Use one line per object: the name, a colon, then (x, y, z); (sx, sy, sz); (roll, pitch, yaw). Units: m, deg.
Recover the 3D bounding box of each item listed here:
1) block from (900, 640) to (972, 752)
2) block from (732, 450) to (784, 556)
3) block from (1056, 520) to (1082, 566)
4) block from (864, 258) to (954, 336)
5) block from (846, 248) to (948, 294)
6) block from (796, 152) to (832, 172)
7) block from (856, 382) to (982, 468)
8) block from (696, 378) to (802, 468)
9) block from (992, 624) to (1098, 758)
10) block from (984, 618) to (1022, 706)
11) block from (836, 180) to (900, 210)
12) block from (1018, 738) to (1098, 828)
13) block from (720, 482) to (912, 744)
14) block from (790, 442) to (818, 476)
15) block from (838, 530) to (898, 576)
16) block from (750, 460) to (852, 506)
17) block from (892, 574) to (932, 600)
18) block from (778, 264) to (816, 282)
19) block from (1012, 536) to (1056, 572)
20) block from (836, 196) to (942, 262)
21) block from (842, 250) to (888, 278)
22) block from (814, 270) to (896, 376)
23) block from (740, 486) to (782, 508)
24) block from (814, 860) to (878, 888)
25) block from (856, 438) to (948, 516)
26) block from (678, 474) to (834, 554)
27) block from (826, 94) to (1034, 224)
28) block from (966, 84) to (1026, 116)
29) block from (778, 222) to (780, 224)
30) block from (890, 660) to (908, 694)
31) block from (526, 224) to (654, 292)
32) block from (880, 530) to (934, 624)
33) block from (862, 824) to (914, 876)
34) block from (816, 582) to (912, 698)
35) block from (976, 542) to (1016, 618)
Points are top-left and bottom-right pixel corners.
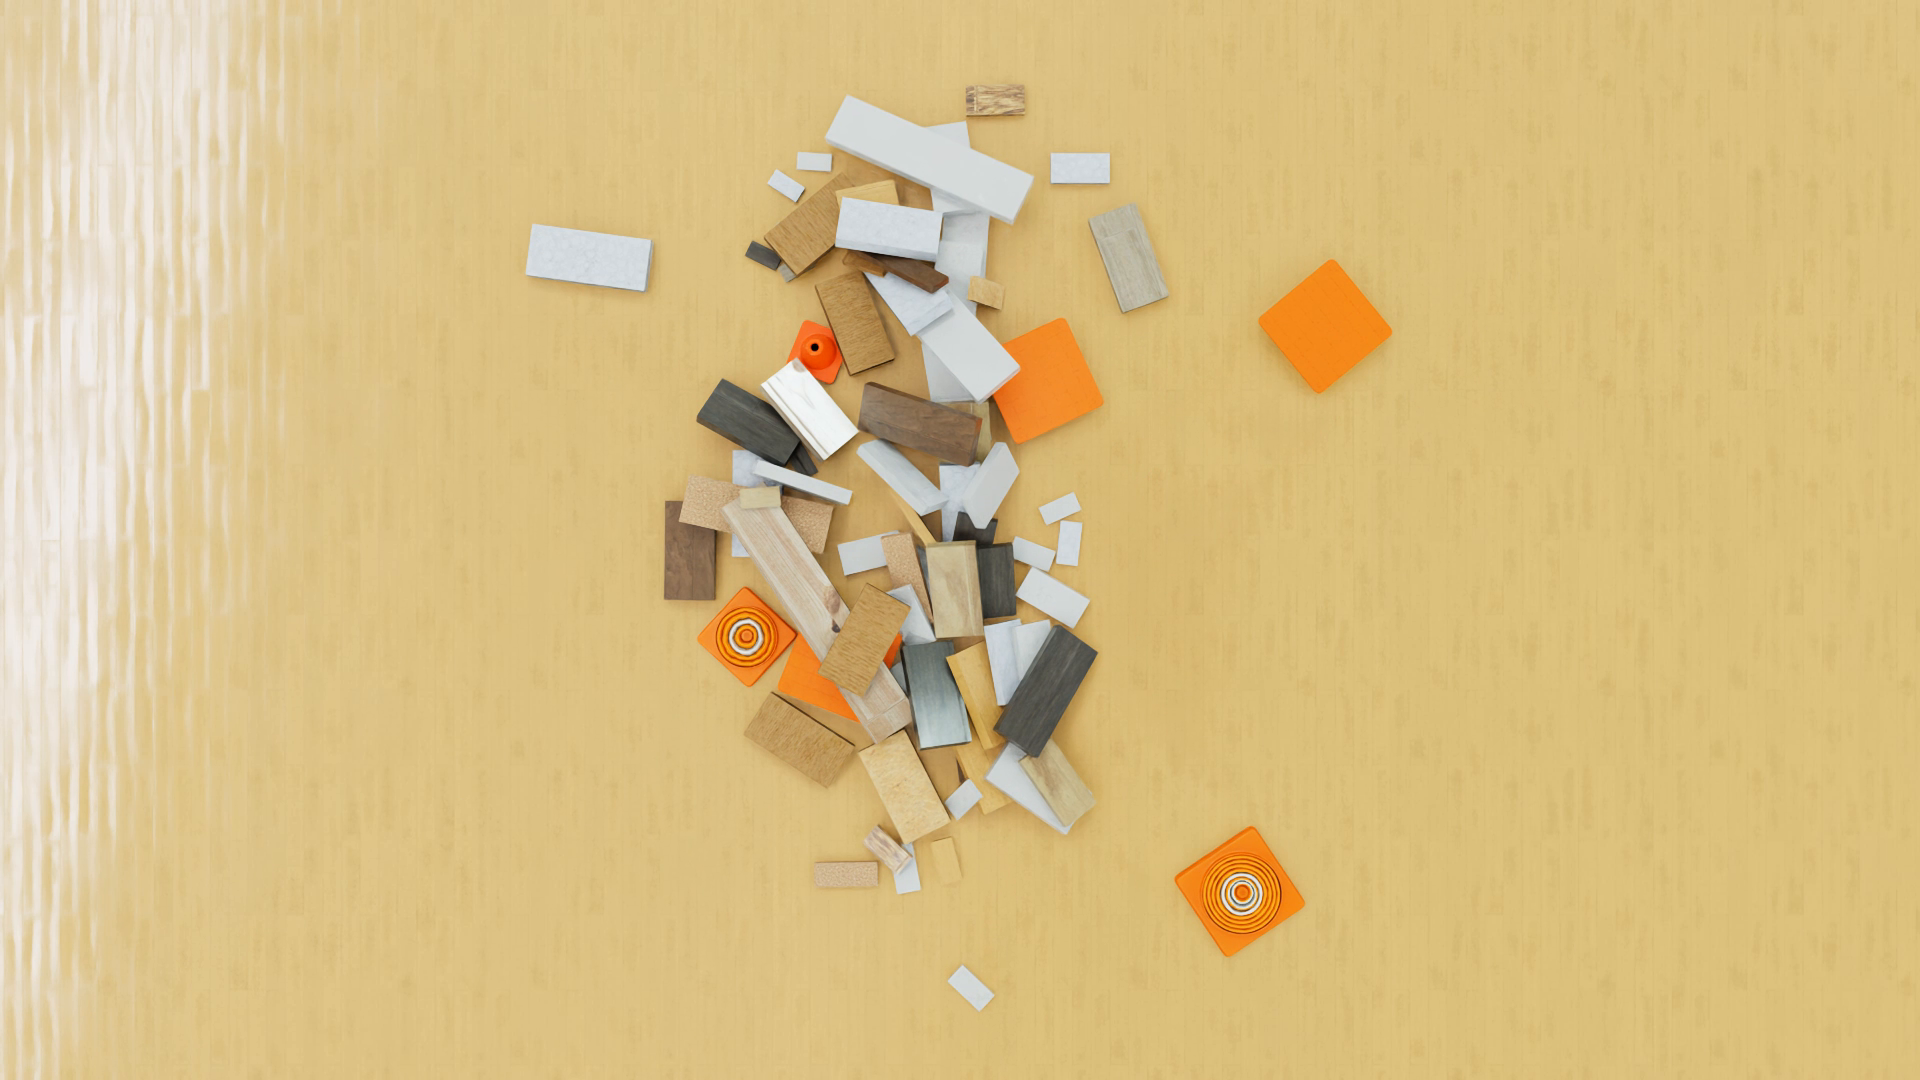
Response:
block: (-0.081, 0.508, 5.402); (0.171, 0.049, 0.343); (-6, 72, -17)
block: (-0.671, -0.120, 5.477); (0.164, 0.047, 0.352); (0, 90, 0)
block: (0.363, 0.011, 5.490); (0.072, 0.020, 0.144); (7, 90, 0)
block: (-0.169, -0.818, 5.370); (0.170, 0.048, 0.339); (-35, 49, 0)
block: (-0.212, -0.905, 5.369); (0.406, 0.023, 0.080); (32, 55, 30)
block: (-0.485, -1.259, 5.492); (0.113, 0.016, 0.057); (4, 90, 0)
block: (-0.134, -0.379, 5.376); (0.417, 0.045, 0.159); (20, 114, 21)
block: (-0.684, -0.384, 5.443); (0.328, 0.047, 0.164); (29, 65, 0)
block: (0.282, 0.494, 5.400); (0.166, 0.047, 0.408); (36, 73, -13)
block: (0.162, 0.402, 5.443); (0.132, 0.037, 0.264); (-10, 90, -40)
block: (-0.305, -1.119, 5.437); (0.195, 0.028, 0.098); (-13, 87, -5)
block: (0.319, 0.795, 5.412); (0.132, 0.037, 0.264); (-35, 91, -16)
block: (-0.458, 0.239, 5.400); (0.171, 0.049, 0.921); (-33, 94, 0)
block: (-0.532, -0.266, 5.491); (0.064, 0.018, 0.128); (-31, 90, 0)
block: (-0.294, 0.042, 5.485); (0.208, 0.029, 0.104); (-14, 90, 0)
block: (-0.521, -0.186, 5.387); (0.320, 0.160, 0.045); (19, 86, -12)
block: (-0.108, 0.183, 5.464); (0.222, 0.031, 0.111); (29, 112, 0)
block: (-0.544, -0.908, 5.492); (0.113, 0.016, 0.057); (-29, 90, 0)
block: (0.239, 0.046, 5.490); (0.144, 0.020, 0.072); (21, 90, 0)
block: (-0.230, -1.011, 5.368); (0.330, 0.047, 0.165); (8, 64, -4)
block: (-0.302, -0.924, 5.444); (0.160, 0.023, 0.080); (21, 68, 24)
block: (-0.348, -0.720, 5.463); (0.159, 0.045, 0.319); (-21, 90, -11)
block: (-0.646, -0.138, 5.341); (0.128, 0.018, 0.064); (-5, 93, -2)
block: (-0.378, 1.111, 5.489); (0.210, 0.023, 0.080); (-1, 90, 0)
block: (-0.188, -0.209, 5.392); (0.317, 0.124, 0.035); (44, 126, 19)
block: (-0.668, -0.086, 5.427); (0.481, 0.045, 0.160); (13, 89, -3)
block: (-0.100, -1.248, 5.413); (0.681, 0.047, 0.165); (25, 82, 6)
block: (0.117, -1.462, 5.486); (0.195, 0.028, 0.098); (-1, 90, 0)
block: (-0.577, -1.002, 5.492); (0.113, 0.016, 0.057); (37, 90, 0)
block: (-0.125, 0.488, 5.484); (0.111, 0.031, 0.222); (-37, 90, 0)
block: (-1.229, -0.934, 5.476); (0.396, 0.048, 0.170); (8, 90, 0)
block: (-0.170, 0.130, 5.424); (0.104, 0.029, 0.318); (-10, 107, 14)
block: (-0.239, 1.025, 5.467); (0.159, 0.023, 0.080); (41, 103, 10)
block: (-0.311, 0.325, 5.361); (0.167, 0.047, 0.333); (29, 92, -3)
block: (0.117, 0.135, 5.432); (0.124, 0.035, 0.248); (-6, 111, -7)
